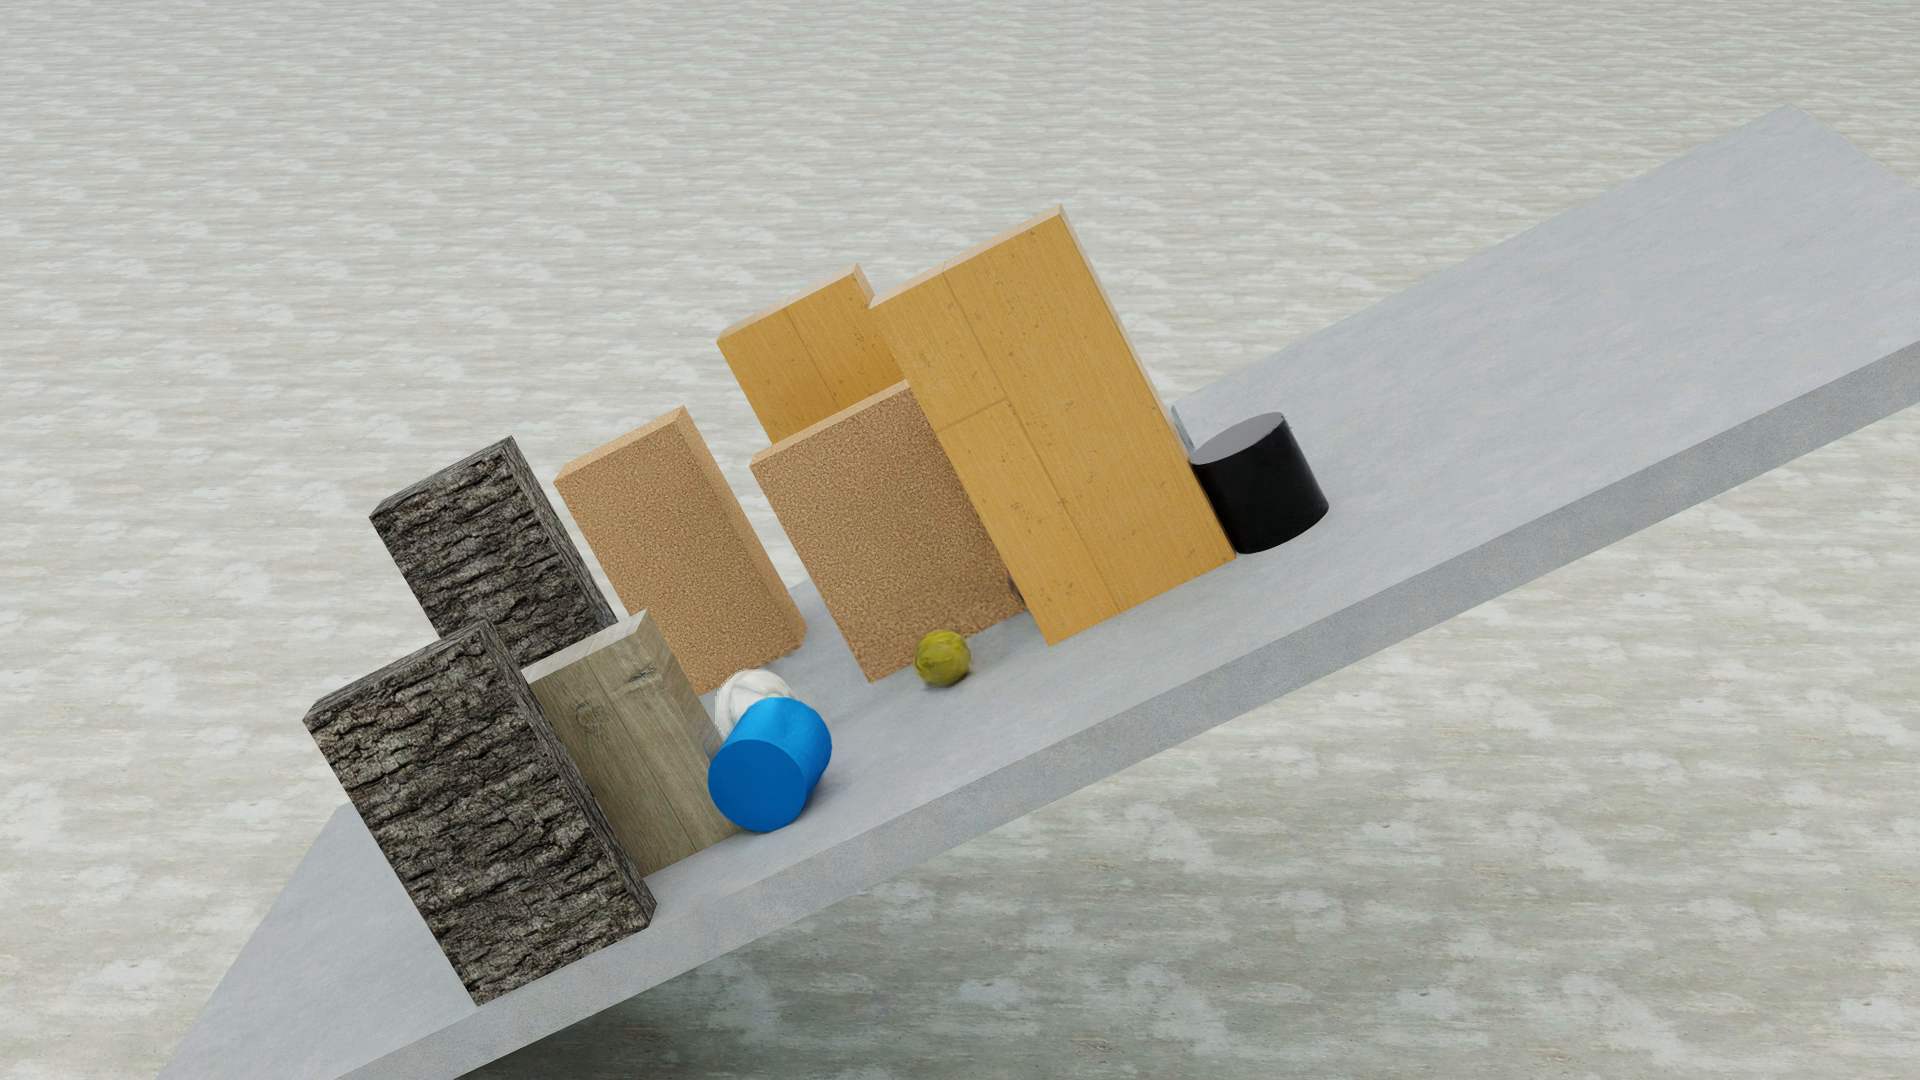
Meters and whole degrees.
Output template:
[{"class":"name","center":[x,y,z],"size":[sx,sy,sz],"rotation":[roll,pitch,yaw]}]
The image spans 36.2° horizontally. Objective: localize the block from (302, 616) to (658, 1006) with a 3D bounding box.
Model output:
[{"class":"block","center":[-0.889,0.509,5.479],"size":[0.372,0.643,0.108],"rotation":[-26,14,10]}]

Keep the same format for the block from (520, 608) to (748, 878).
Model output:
[{"class":"block","center":[-0.691,0.434,5.771],"size":[0.406,0.451,0.145],"rotation":[-26,14,10]}]

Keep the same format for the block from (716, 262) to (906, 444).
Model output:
[{"class":"block","center":[-0.203,-0.197,6.470],"size":[0.336,0.749,0.121],"rotation":[-26,14,10]}]

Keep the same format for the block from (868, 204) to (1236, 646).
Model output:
[{"class":"block","center":[0.186,-0.220,5.762],"size":[0.412,0.766,0.109],"rotation":[-26,14,10]}]

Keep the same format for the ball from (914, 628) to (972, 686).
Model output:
[{"class":"ball","center":[-0.035,0.236,5.920],"size":[0.115,0.115,0.115],"rotation":[0,17,0]}]

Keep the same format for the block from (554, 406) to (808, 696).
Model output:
[{"class":"block","center":[-0.641,0.036,6.793],"size":[0.319,0.602,0.149],"rotation":[-26,14,10]}]

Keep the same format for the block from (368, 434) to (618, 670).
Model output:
[{"class":"block","center":[-1.080,0.141,7.088],"size":[0.361,0.687,0.148],"rotation":[-26,14,10]}]

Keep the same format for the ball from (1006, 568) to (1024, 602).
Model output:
[{"class":"ball","center":[0.170,0.062,6.073],"size":[0.152,0.152,0.152],"rotation":[0,17,0]}]

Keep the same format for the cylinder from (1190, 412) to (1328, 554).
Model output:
[{"class":"cylinder","center":[0.589,-0.112,5.777],"size":[0.204,0.204,0.204],"rotation":[-27,14,7]}]

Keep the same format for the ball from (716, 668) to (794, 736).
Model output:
[{"class":"ball","center":[-0.427,0.353,6.148],"size":[0.167,0.167,0.167],"rotation":[0,17,0]}]

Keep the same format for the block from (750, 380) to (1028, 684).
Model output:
[{"class":"block","center":[-0.144,-0.019,6.166],"size":[0.379,0.535,0.099],"rotation":[-26,14,10]}]

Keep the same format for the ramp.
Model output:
[{"class":"ramp","center":[0.140,0.167,6.281],"size":[4.000,0.100,2.000],"rotation":[-26,14,10]}]

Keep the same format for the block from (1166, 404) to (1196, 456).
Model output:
[{"class":"block","center":[0.402,-0.147,6.312],"size":[0.182,0.182,0.182],"rotation":[-23,15,21]}]

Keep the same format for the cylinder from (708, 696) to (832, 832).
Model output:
[{"class":"cylinder","center":[-0.366,0.432,5.687],"size":[0.195,0.195,0.195],"rotation":[4,22,12]}]
